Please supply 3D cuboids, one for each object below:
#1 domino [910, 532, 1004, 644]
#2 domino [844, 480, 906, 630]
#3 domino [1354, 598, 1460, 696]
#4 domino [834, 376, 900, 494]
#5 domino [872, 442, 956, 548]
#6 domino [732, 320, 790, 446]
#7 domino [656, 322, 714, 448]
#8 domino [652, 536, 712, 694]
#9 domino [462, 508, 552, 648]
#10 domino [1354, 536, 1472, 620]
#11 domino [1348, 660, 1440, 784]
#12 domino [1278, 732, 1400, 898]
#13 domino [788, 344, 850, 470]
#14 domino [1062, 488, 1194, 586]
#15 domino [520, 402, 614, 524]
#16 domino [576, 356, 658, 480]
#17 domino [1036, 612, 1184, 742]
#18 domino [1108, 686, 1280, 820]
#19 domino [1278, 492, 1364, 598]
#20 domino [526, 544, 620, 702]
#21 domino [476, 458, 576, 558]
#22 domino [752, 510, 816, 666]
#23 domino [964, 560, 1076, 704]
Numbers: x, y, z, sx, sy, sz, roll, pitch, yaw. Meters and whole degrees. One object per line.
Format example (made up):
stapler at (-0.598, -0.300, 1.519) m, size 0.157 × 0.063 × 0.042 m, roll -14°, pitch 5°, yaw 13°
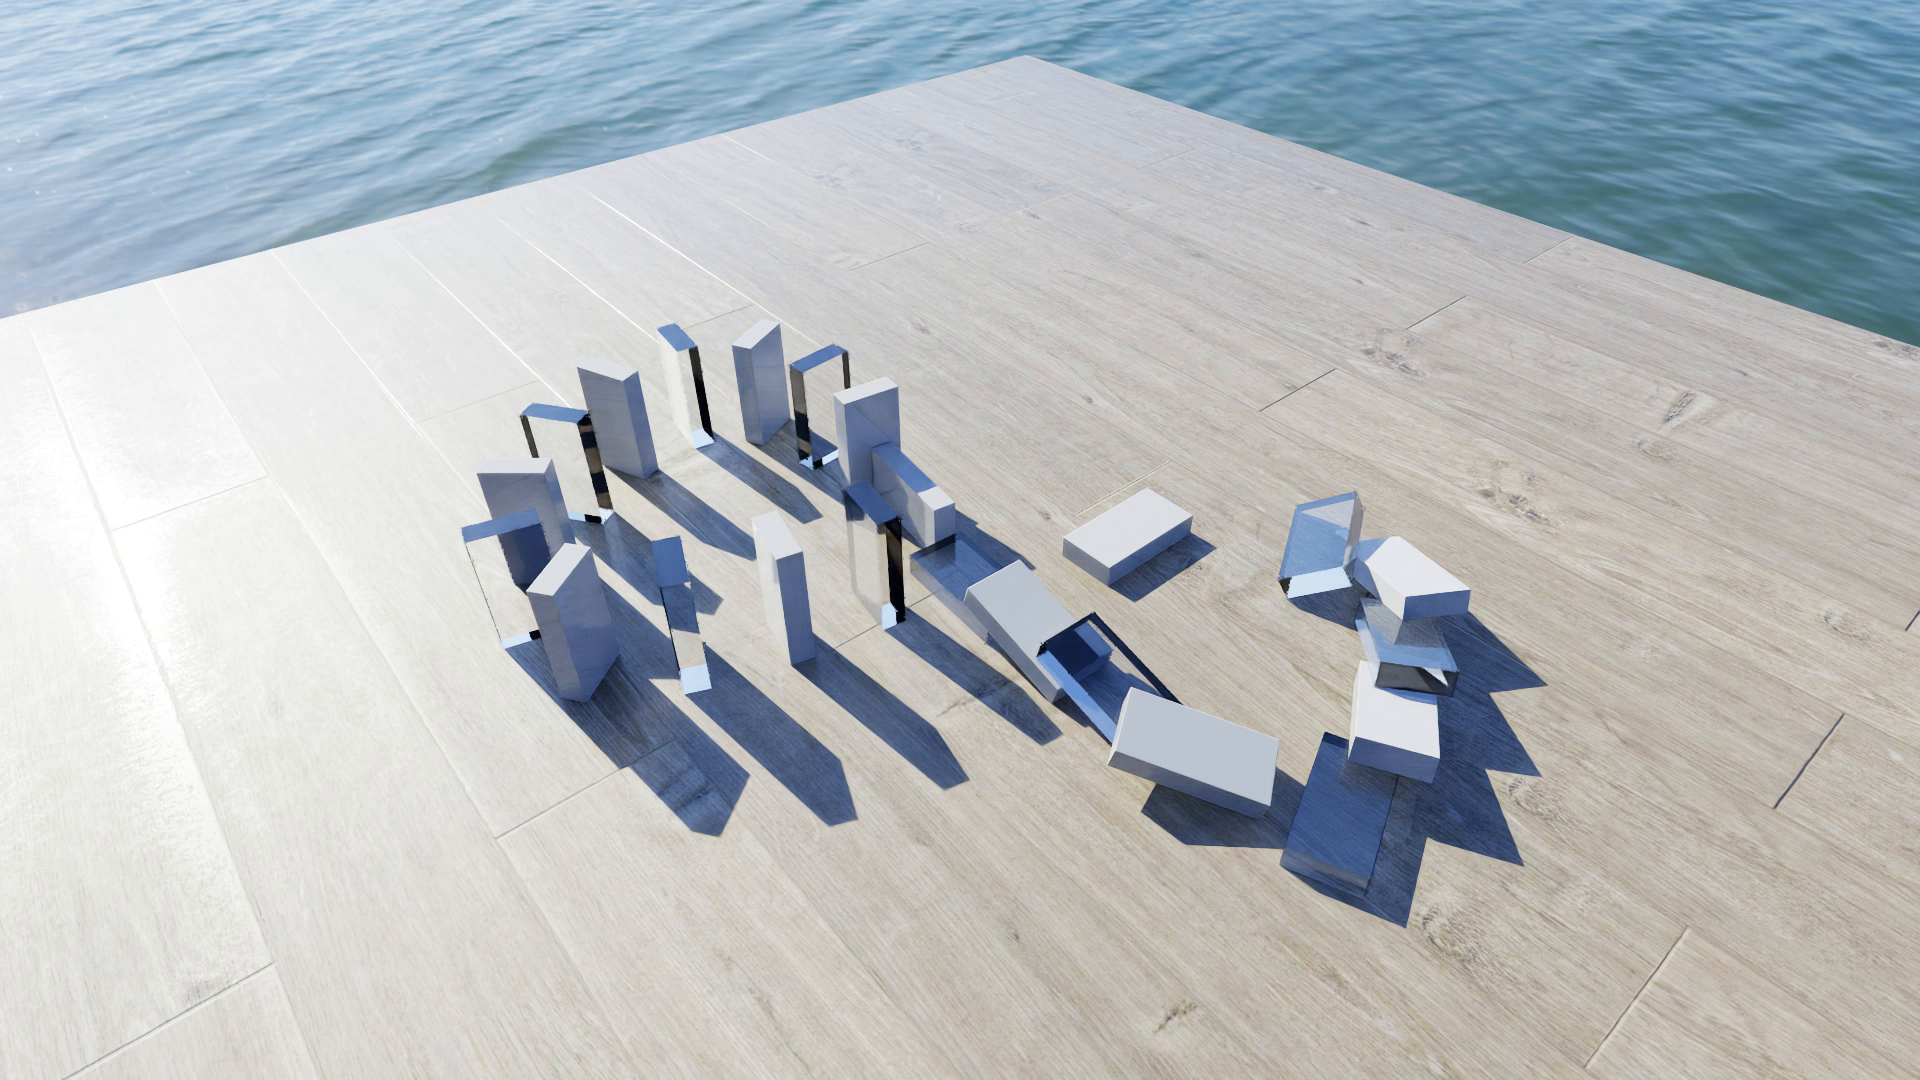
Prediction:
domino at (0.005, 0.017, 0.422) m, size 0.025 × 0.010 × 0.050 m, roll -25°, pitch 46°, yaw -27°
domino at (-0.031, 0.006, 0.404) m, size 0.009 × 0.050 × 0.025 m, roll -22°, pitch 44°, yaw -24°
domino at (0.156, 0.037, 0.388) m, size 0.025 × 0.009 × 0.050 m, roll 7°, pitch 24°, yaw 9°
domino at (-0.038, -0.042, 0.462) m, size 0.025 × 0.050 × 0.009 m, roll -22°, pitch 44°, yaw -25°
domino at (-0.019, -0.017, 0.452) m, size 0.009 × 0.025 × 0.050 m, roll -22°, pitch 44°, yaw -25°
domino at (-0.089, -0.071, 0.498) m, size 0.009 × 0.050 × 0.025 m, roll 15°, pitch 42°, yaw 17°
domino at (-0.124, -0.069, 0.496) m, size 0.010 × 0.050 × 0.025 m, roll -23°, pitch 44°, yaw -25°
domino at (-0.096, 0.026, 0.379) m, size 0.009 × 0.050 × 0.025 m, roll -11°, pitch 41°, yaw -14°
domino at (-0.158, 0.014, 0.394) m, size 0.025 × 0.050 × 0.009 m, roll -17°, pitch 42°, yaw -20°
domino at (0.167, 0.014, 0.416) m, size 0.025 × 0.010 × 0.050 m, roll -6°, pitch 23°, yaw -7°
domino at (0.143, 0.059, 0.362) m, size 0.025 × 0.009 × 0.050 m, roll 14°, pitch 27°, yaw 16°
domino at (0.119, 0.084, 0.341) m, size 0.025 × 0.009 × 0.050 m, roll 18°, pitch 43°, yaw 21°
domino at (-0.060, -0.058, 0.482) m, size 0.010 × 0.050 × 0.025 m, roll 31°, pitch 49°, yaw 33°
domino at (0.068, -0.002, 0.446) m, size 0.050 × 0.010 × 0.025 m, roll -29°, pitch 47°, yaw -31°
domino at (-0.160, -0.031, 0.449) m, size 0.025 × 0.050 × 0.009 m, roll 9°, pitch 40°, yaw 11°
domino at (-0.147, -0.052, 0.475) m, size 0.025 × 0.050 × 0.009 m, roll 18°, pitch 43°, yaw 21°
domino at (0.052, 0.050, 0.373) m, size 0.025 × 0.010 × 0.050 m, roll -28°, pitch 62°, yaw -29°
domino at (0.075, 0.068, 0.350) m, size 0.050 × 0.010 × 0.025 m, roll 19°, pitch 50°, yaw 5°
domino at (0.142, 0.001, 0.432) m, size 0.025 × 0.010 × 0.050 m, roll -15°, pitch 28°, yaw 35°
domino at (-0.131, 0.029, 0.376) m, size 0.009 × 0.050 × 0.025 m, roll 9°, pitch 40°, yaw 10°
domino at (-0.164, -0.008, 0.421) m, size 0.025 × 0.050 × 0.009 m, roll 0°, pitch 39°, yaw 0°
domino at (-0.062, 0.017, 0.390) m, size 0.010 × 0.050 × 0.025 m, roll -18°, pitch 43°, yaw -21°
domino at (0.027, 0.032, 0.394) m, size 0.025 × 0.010 × 0.050 m, roll -27°, pitch 62°, yaw -29°
